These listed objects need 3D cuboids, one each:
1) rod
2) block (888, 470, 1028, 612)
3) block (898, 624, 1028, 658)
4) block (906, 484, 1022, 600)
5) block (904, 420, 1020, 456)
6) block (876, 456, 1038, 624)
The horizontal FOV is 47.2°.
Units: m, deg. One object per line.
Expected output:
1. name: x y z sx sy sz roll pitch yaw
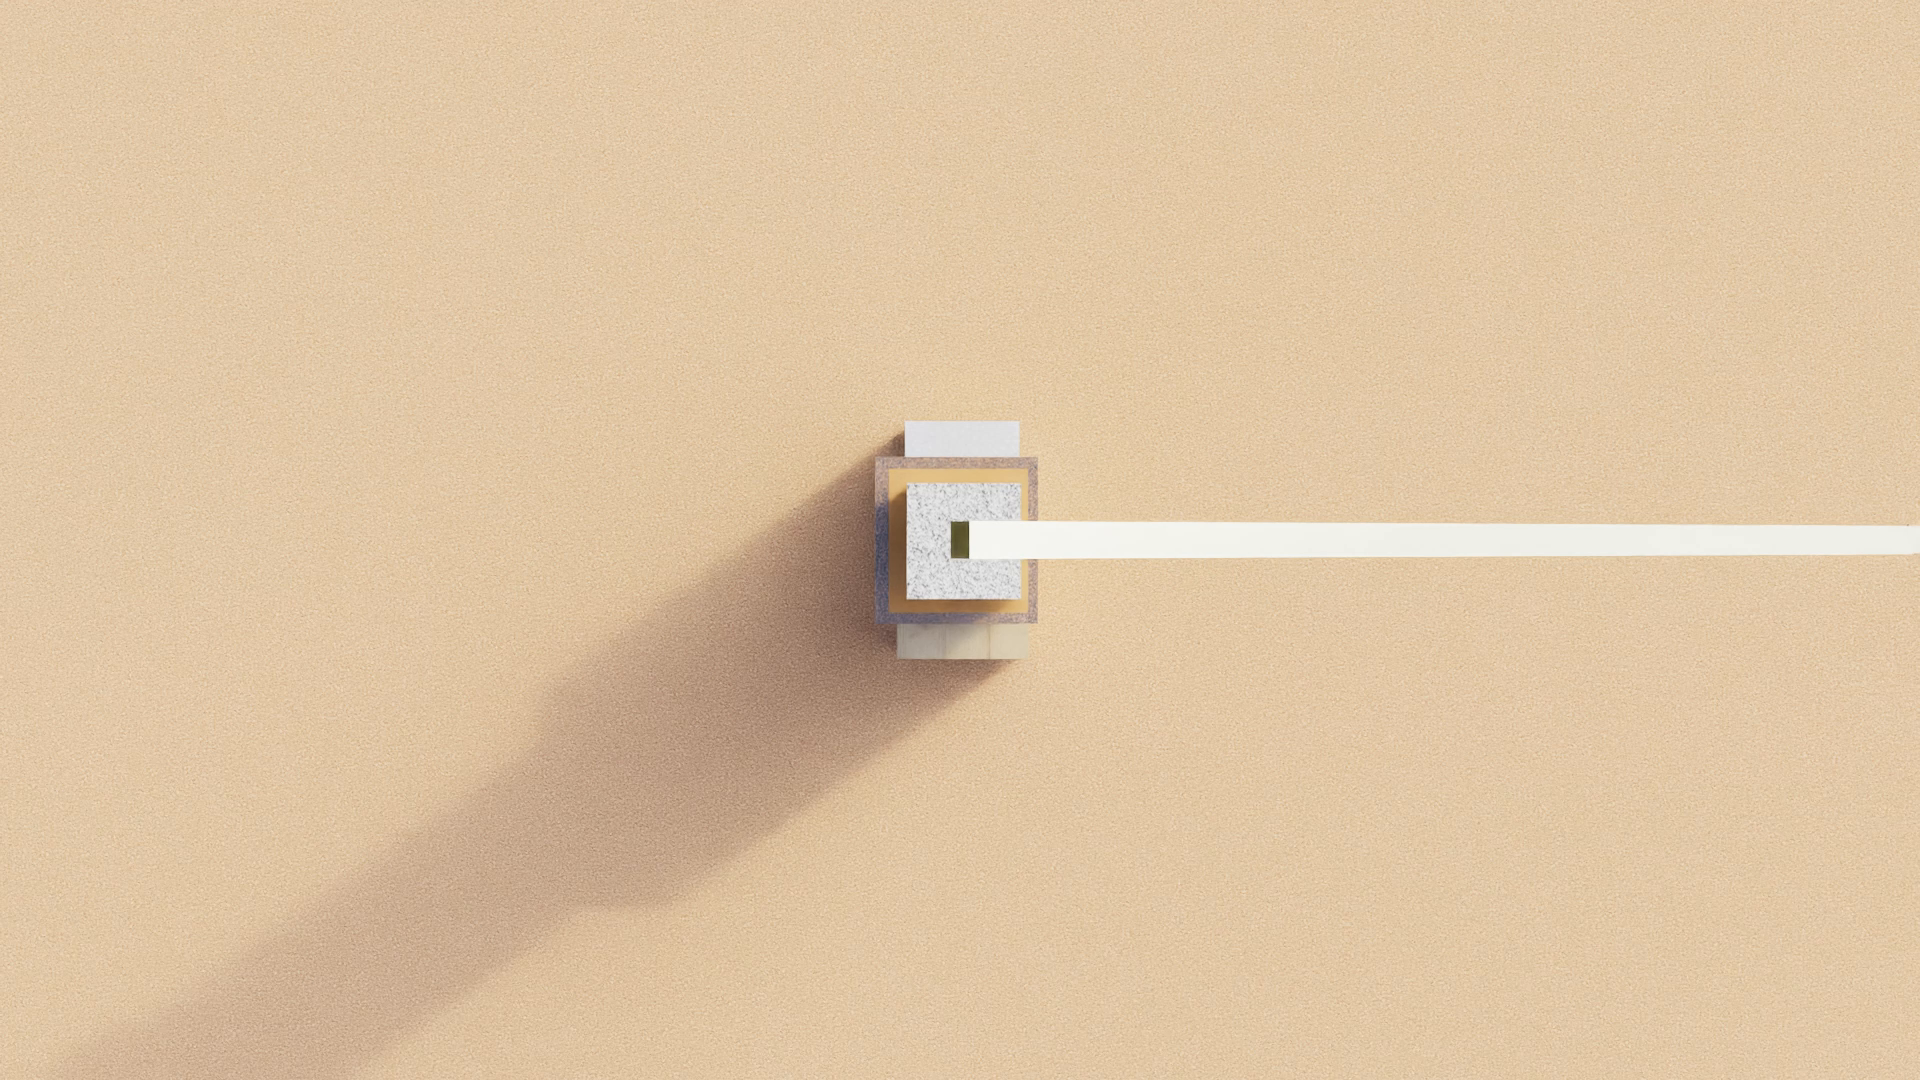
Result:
1. rod: 2.234 0.000 6.022 5.200 0.080 0.080 0 90 -31
2. block: -0.007 0.004 9.966 0.608 0.745 0.627 0 90 0
3. block: 0.017 0.315 12.674 0.740 0.652 0.704 0 90 0
4. block: 0.017 0.005 9.373 0.475 0.440 0.483 0 90 0
5. block: 0.012 -0.357 12.666 0.641 0.669 0.621 0 90 0
6. block: -0.017 0.002 11.234 0.806 0.713 0.826 0 90 0
